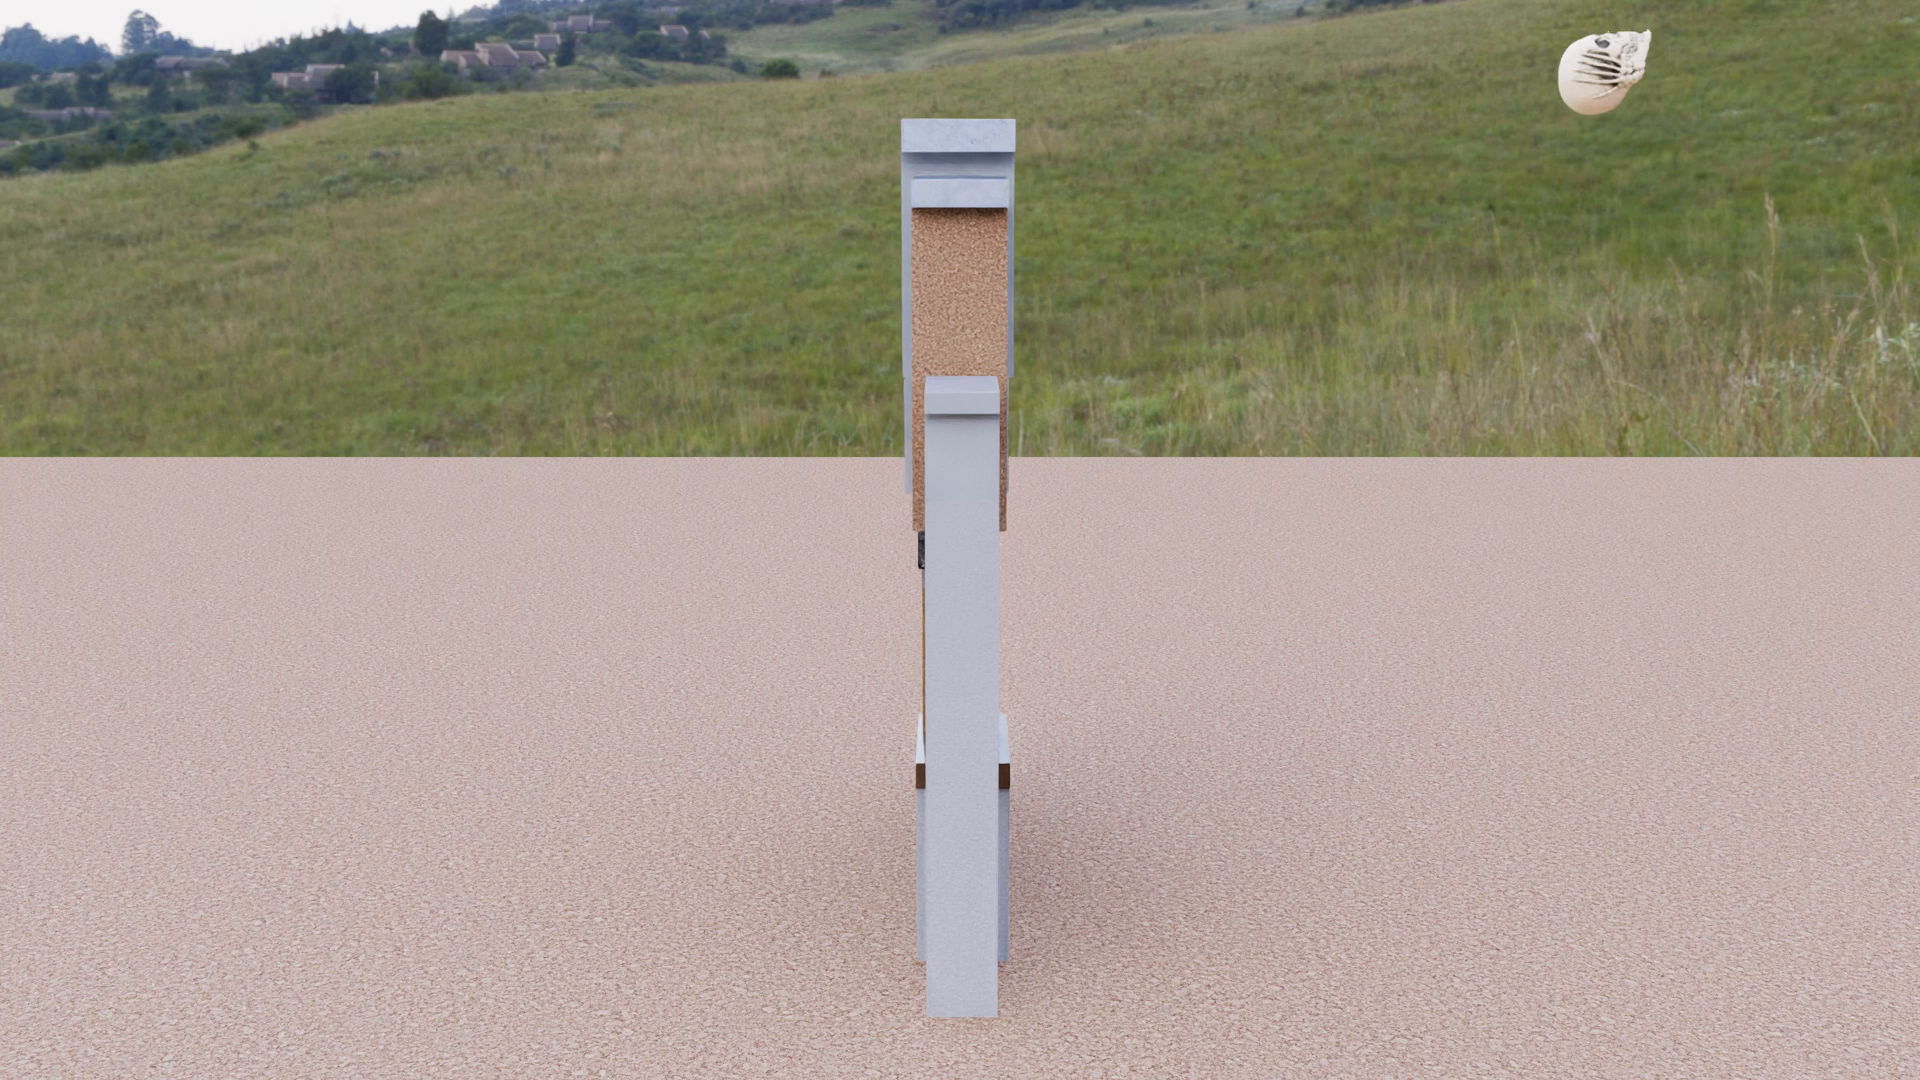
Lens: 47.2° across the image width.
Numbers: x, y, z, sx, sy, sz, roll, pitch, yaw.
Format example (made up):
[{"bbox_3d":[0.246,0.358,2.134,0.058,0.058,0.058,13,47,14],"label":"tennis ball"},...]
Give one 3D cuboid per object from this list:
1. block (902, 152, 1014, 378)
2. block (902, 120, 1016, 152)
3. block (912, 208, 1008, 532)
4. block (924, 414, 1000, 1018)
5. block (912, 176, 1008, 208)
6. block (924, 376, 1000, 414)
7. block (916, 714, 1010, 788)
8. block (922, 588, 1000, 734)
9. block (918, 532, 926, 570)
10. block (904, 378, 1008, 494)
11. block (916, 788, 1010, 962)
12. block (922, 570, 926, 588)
[{"bbox_3d":[-0.003,-0.437,3.488,0.176,0.353,0.050,0,11,0],"label":"block"},{"bbox_3d":[-0.005,-0.656,3.565,0.176,0.050,0.353,0,11,-1],"label":"block"},{"bbox_3d":[-0.001,-0.250,3.223,0.139,0.473,0.039,0,11,0],"label":"block"},{"bbox_3d":[0.003,0.253,3.091,0.102,0.874,0.029,0,11,0],"label":"block"},{"bbox_3d":[0.000,-0.519,3.268,0.139,0.039,0.277,0,11,0],"label":"block"},{"bbox_3d":[0.003,-0.204,3.076,0.102,0.029,0.204,0,11,0],"label":"block"},{"bbox_3d":[0.004,0.327,3.427,0.141,0.040,0.283,0,11,0],"label":"block"},{"bbox_3d":[0.001,0.184,3.439,0.119,0.238,0.034,0,11,0],"label":"block"},{"bbox_3d":[-0.004,-0.076,3.349,0.119,0.238,0.034,0,11,0],"label":"block"},{"bbox_3d":[-0.007,-0.369,3.738,0.176,0.578,0.050,0,11,0],"label":"block"},{"bbox_3d":[0.004,0.503,3.364,0.141,0.283,0.040,0,11,0],"label":"block"},{"bbox_3d":[0.001,0.036,3.492,0.119,0.034,0.238,0,11,0],"label":"block"}]
